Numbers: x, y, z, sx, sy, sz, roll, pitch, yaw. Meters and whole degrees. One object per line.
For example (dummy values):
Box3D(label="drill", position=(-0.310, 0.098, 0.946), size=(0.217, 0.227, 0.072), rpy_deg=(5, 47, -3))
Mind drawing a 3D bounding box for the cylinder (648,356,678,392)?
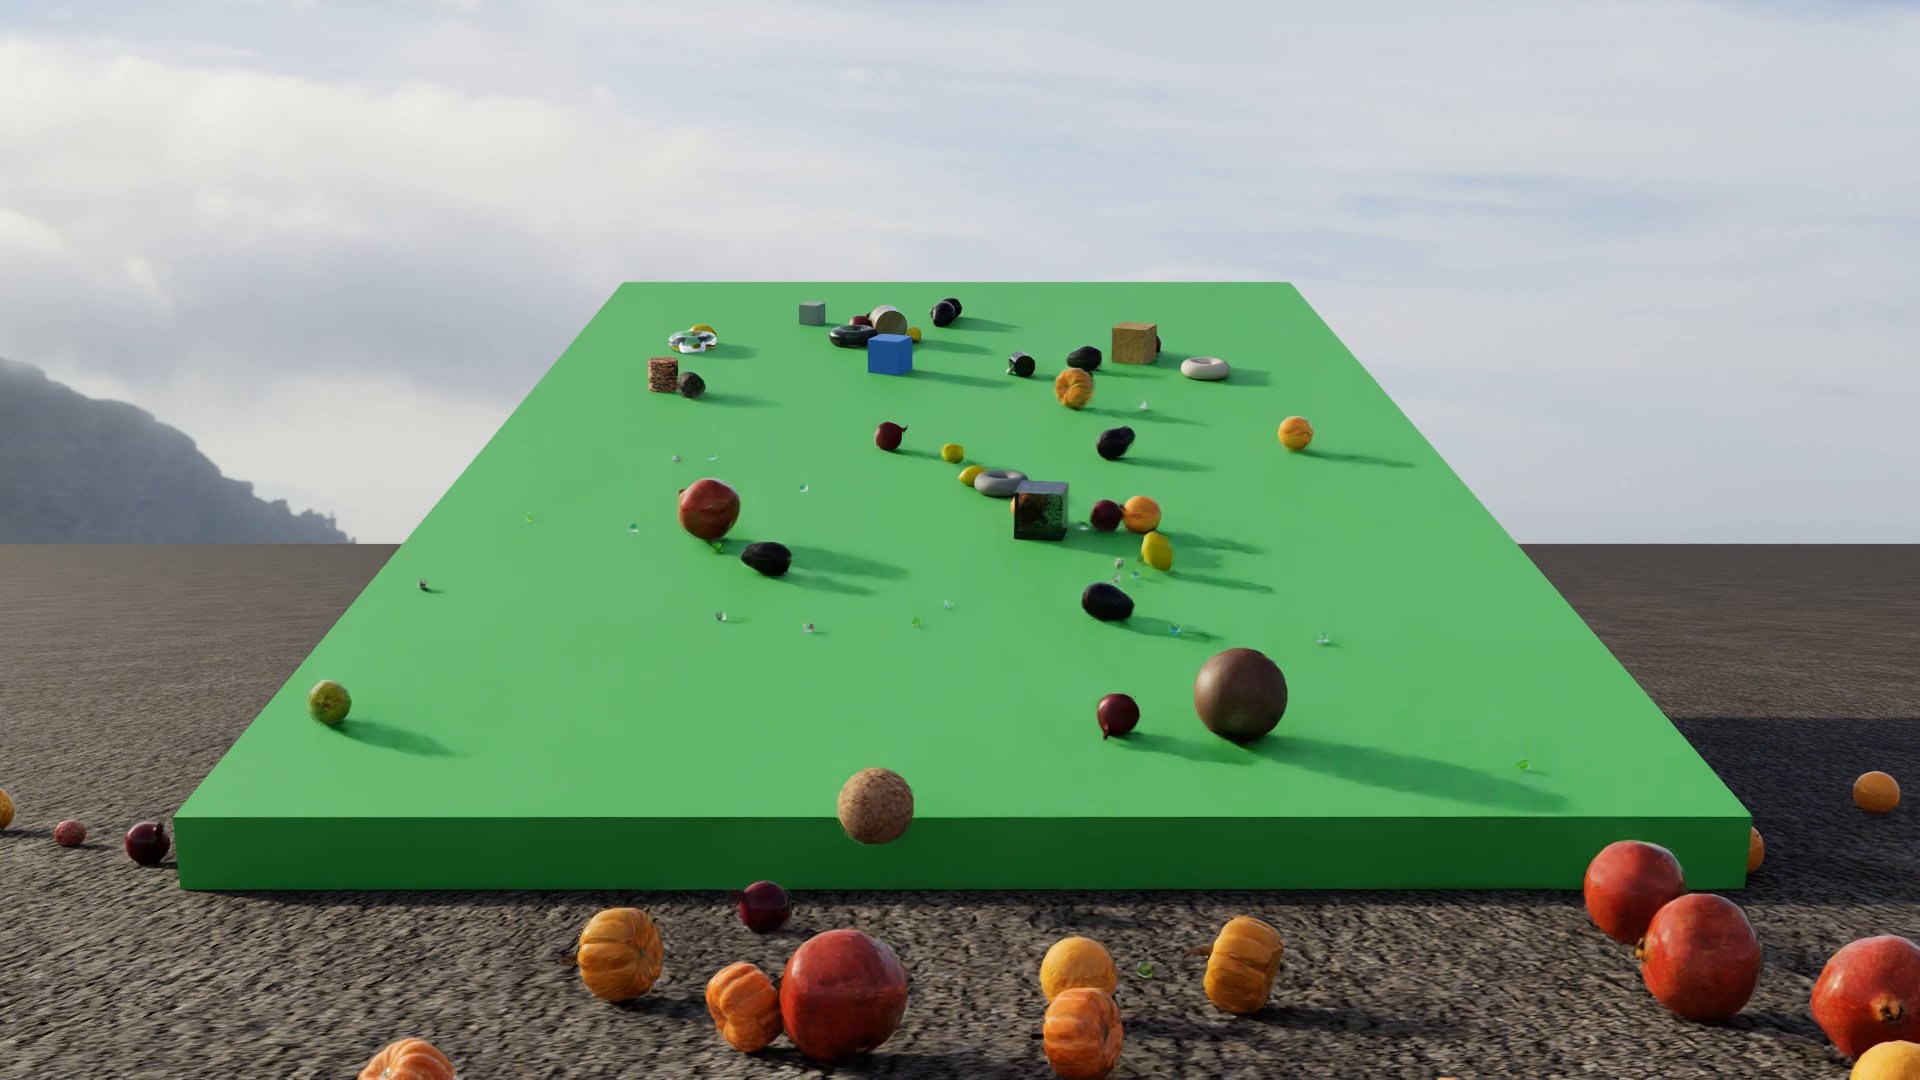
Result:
Box3D(label="cylinder", position=(-0.697, -0.389, 5.194), size=(0.070, 0.070, 0.070), rpy_deg=(0, 16, 0))

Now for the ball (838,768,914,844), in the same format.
Box3D(label="ball", position=(-0.104, 0.327, 2.721), size=(0.094, 0.094, 0.094), rpy_deg=(0, 0, 0))

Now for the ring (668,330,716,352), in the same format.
Box3D(label="ring", position=(-0.683, -0.507, 5.648), size=(0.124, 0.041, 0.124), rpy_deg=(-1, 16, 0))

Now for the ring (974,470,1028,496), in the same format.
Box3D(label="ring", position=(0.082, -0.110, 4.309), size=(0.109, 0.036, 0.109), rpy_deg=(1, 15, 0))

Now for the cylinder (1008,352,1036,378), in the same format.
Box3D(label="cylinder", position=(0.150, -0.426, 5.353), size=(0.053, 0.053, 0.053), rpy_deg=(0, 16, -14))

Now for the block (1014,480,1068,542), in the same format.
Box3D(label="block", position=(0.148, -0.053, 4.023), size=(0.087, 0.087, 0.087), rpy_deg=(3, 17, 10))

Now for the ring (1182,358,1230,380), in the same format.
Box3D(label="ring", position=(0.592, -0.414, 5.339), size=(0.118, 0.039, 0.118), rpy_deg=(1, 18, 0))

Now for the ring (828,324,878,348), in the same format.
Box3D(label="ring", position=(-0.276, -0.527, 5.719), size=(0.126, 0.042, 0.126), rpy_deg=(-1, 17, 0))

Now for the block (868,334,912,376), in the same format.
Box3D(label="block", position=(-0.170, -0.453, 5.393), size=(0.082, 0.082, 0.082), rpy_deg=(7, 18, 21))

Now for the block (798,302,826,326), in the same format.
Box3D(label="block", position=(-0.400, -0.613, 5.990), size=(0.054, 0.054, 0.054), rpy_deg=(6, 17, 19))

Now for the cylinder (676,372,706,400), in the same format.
Box3D(label="cylinder", position=(-0.622, -0.358, 5.118), size=(0.054, 0.054, 0.054), rpy_deg=(0, 15, -21))

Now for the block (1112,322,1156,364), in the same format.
Box3D(label="block", position=(0.435, -0.491, 5.517), size=(0.087, 0.087, 0.087), rpy_deg=(7, 18, 23))

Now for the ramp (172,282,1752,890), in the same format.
Box3D(label="ramp", position=(-0.002, -0.164, 4.733), size=(2.000, 0.100, 4.000), rpy_deg=(0, 16, 0))

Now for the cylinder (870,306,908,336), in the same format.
Box3D(label="cylinder", position=(-0.186, -0.564, 5.768), size=(0.084, 0.084, 0.084), rpy_deg=(0, 16, -13))
